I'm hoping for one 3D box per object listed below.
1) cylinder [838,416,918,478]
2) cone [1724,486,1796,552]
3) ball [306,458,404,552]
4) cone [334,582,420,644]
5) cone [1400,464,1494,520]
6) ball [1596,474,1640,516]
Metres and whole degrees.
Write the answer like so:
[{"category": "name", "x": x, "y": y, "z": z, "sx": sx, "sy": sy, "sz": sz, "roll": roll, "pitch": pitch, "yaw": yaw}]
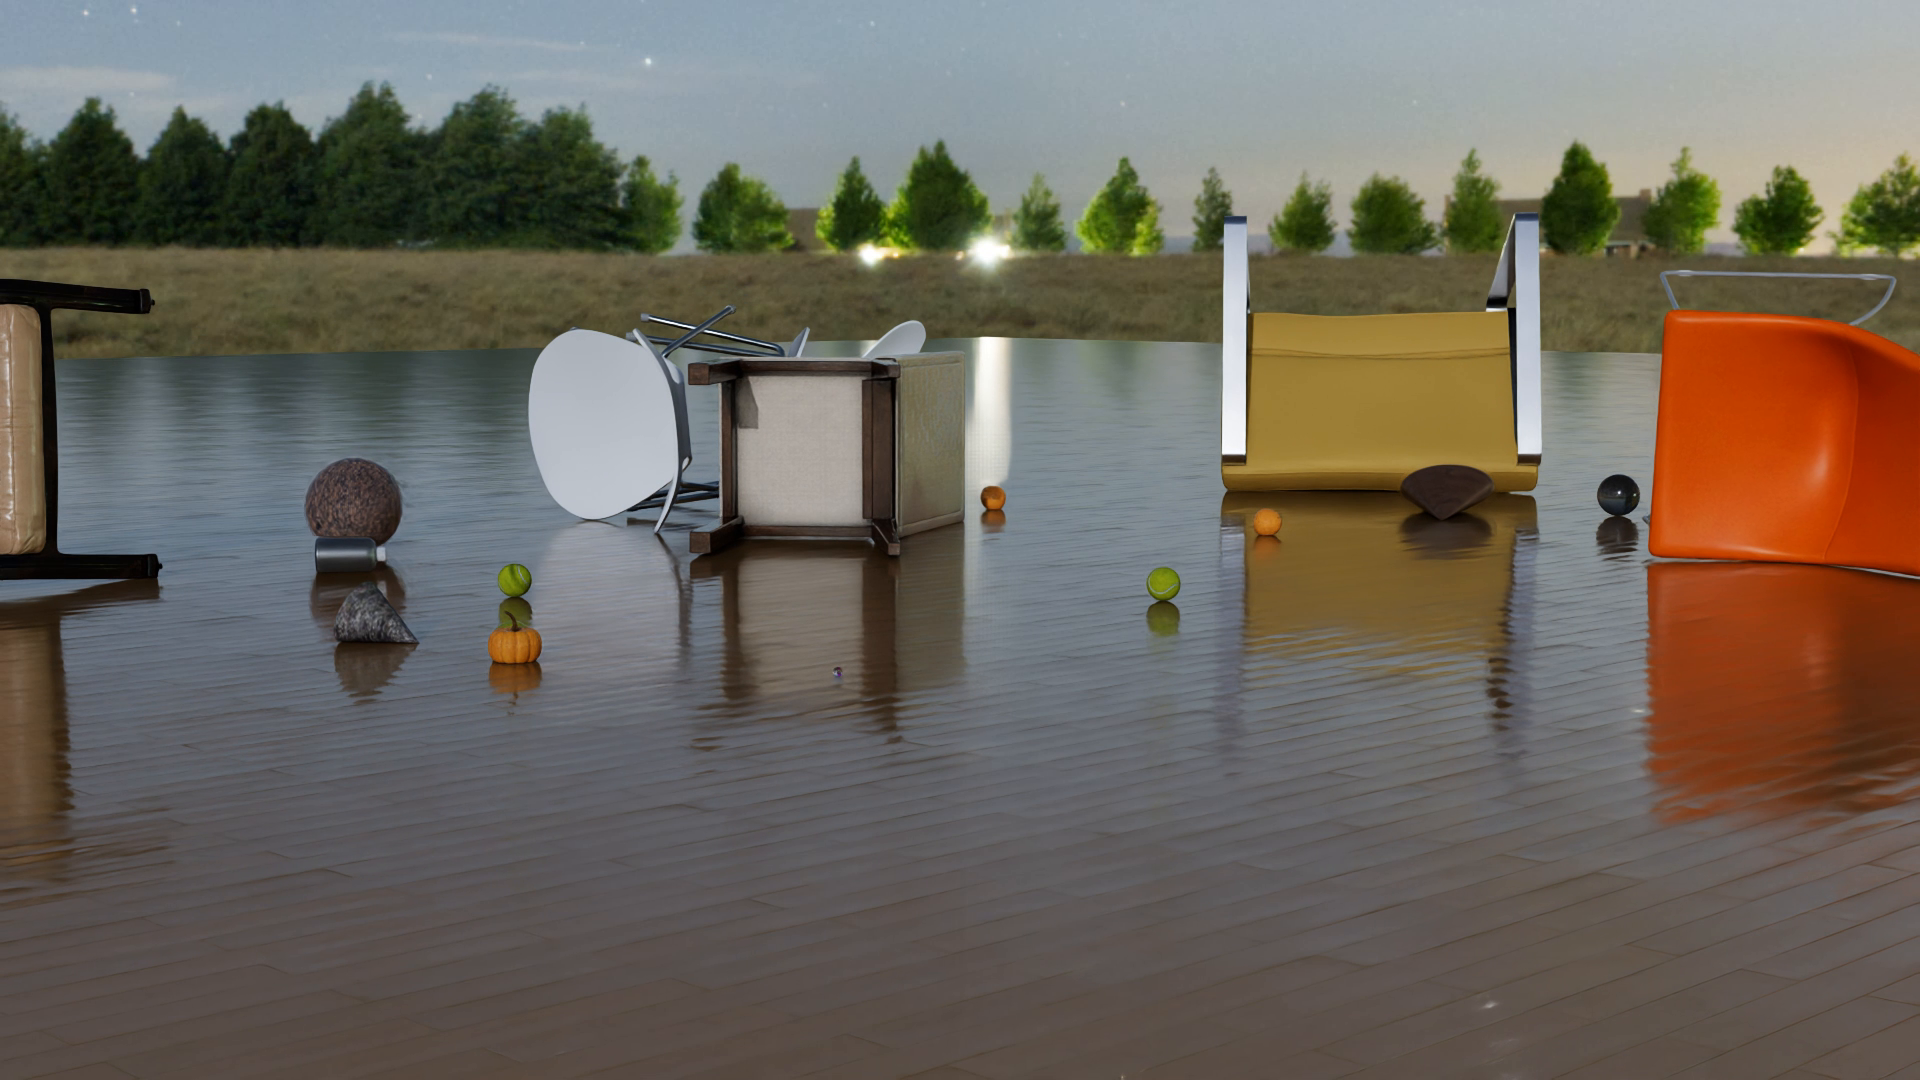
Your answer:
[{"category": "cylinder", "x": -0.268, "y": -0.305, "z": 8.412, "sx": 0.204, "sy": 0.196, "sz": 0.201, "roll": 6, "pitch": 3, "yaw": -25}, {"category": "cone", "x": 1.905, "y": -0.014, "z": 6.170, "sx": 0.171, "sy": 0.177, "sz": 0.169, "roll": -50, "pitch": 0, "yaw": 44}, {"category": "ball", "x": -1.441, "y": -0.083, "z": 6.106, "sx": 0.227, "sy": 0.227, "sz": 0.227, "roll": 0, "pitch": 6, "yaw": 0}, {"category": "cone", "x": -1.031, "y": 0.157, "z": 4.621, "sx": 0.136, "sy": 0.120, "sz": 0.144, "roll": 25, "pitch": 9, "yaw": 10}, {"category": "cone", "x": 1.334, "y": -0.100, "z": 7.063, "sx": 0.260, "sy": 0.132, "sz": 0.337, "roll": -1, "pitch": 17, "yaw": 14}, {"category": "ball", "x": 1.810, "y": -0.124, "z": 7.049, "sx": 0.116, "sy": 0.116, "sz": 0.116, "roll": 0, "pitch": 6, "yaw": 0}]
